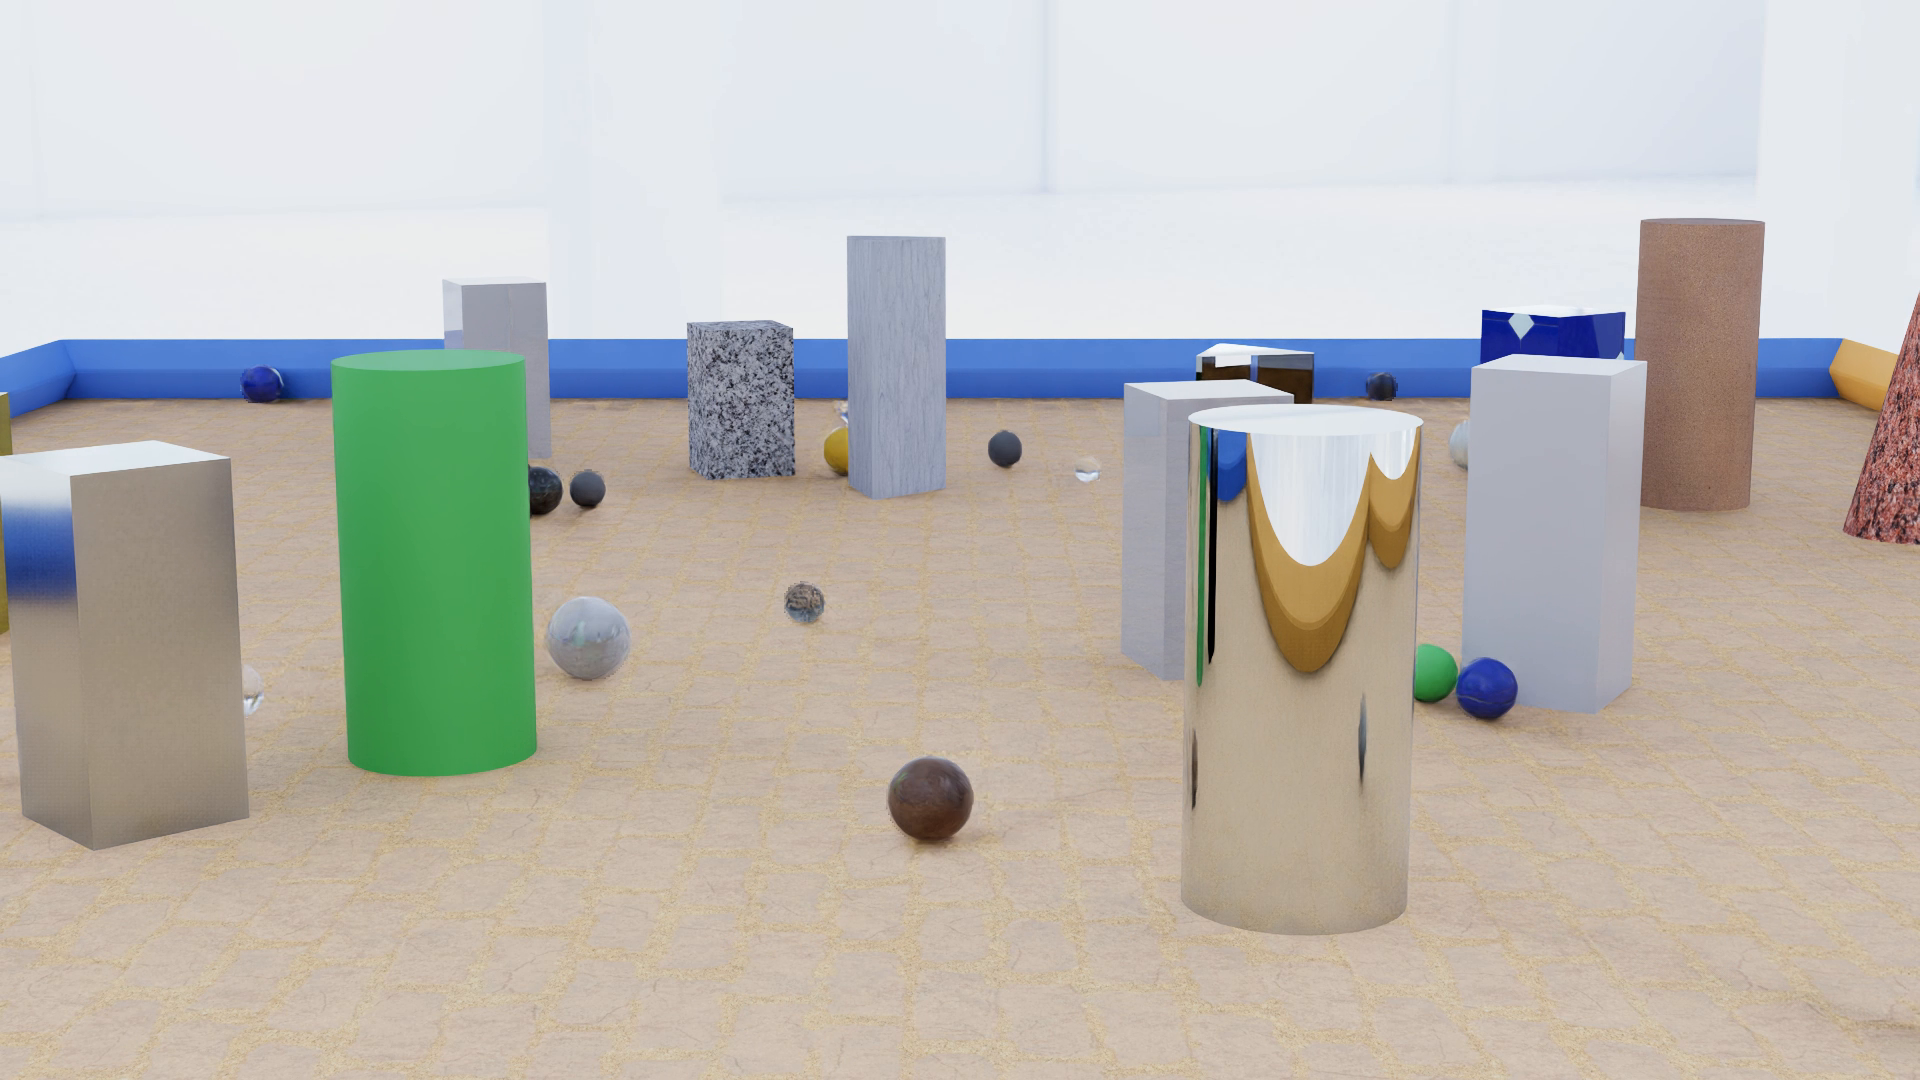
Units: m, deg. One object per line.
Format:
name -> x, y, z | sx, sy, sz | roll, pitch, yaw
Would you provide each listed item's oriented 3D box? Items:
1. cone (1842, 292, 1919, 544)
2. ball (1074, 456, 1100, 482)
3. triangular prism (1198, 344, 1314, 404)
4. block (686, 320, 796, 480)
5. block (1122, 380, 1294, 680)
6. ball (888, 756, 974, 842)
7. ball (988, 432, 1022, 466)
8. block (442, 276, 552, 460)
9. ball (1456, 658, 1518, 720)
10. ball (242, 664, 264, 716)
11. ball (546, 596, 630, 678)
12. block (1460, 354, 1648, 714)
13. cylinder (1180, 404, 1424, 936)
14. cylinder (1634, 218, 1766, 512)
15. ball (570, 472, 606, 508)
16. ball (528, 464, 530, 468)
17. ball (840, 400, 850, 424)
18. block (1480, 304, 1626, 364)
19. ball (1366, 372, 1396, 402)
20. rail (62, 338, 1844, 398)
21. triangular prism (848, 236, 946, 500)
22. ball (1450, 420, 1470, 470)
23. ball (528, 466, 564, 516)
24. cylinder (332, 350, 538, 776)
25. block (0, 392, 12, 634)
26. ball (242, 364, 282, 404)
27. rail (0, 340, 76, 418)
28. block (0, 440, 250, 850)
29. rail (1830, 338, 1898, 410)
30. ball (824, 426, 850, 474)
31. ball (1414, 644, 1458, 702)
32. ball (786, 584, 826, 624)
cone -> 1.498, -0.218, 4.009 | 0.200, 0.423, 0.200 | 0, 10, 0
ball -> 0.225, -0.126, 4.545 | 0.046, 0.046, 0.046 | 0, 10, 0
triangular prism -> 0.400, -0.114, 3.710 | 0.173, 0.326, 0.150 | -3, 11, -13
block -> -0.397, -0.256, 4.646 | 0.160, 0.266, 0.160 | -3, 11, -18
block -> 0.300, -0.016, 3.141 | 0.160, 0.340, 0.160 | -3, 11, -15
ball -> -0.028, 0.246, 2.439 | 0.081, 0.081, 0.081 | 0, 10, 0
ball -> 0.082, -0.167, 4.717 | 0.065, 0.065, 0.065 | 0, 10, 0
block -> -0.873, -0.324, 4.836 | 0.160, 0.330, 0.160 | -5, 11, -23
ball -> 0.594, 0.168, 2.893 | 0.069, 0.069, 0.069 | 0, 10, 0
ball -> -0.818, 0.171, 2.899 | 0.062, 0.062, 0.062 | 0, 10, 0
ball -> -0.447, 0.117, 3.085 | 0.100, 0.100, 0.100 | 0, 10, 0
block -> 0.691, -0.012, 2.989 | 0.160, 0.387, 0.160 | 6, 12, 28
cylinder -> 0.295, 0.107, 2.235 | 0.200, 0.428, 0.200 | 0, 10, 0
cylinder -> 1.232, -0.297, 4.300 | 0.200, 0.472, 0.200 | 0, 10, 0
ball -> -0.622, -0.084, 4.282 | 0.060, 0.060, 0.060 | 0, 10, 0
ball -> -0.779, -0.118, 4.421 | 0.075, 0.075, 0.075 | 0, 10, 0
ball -> -0.221, -0.264, 5.278 | 0.051, 0.051, 0.051 | 0, 10, 0
block -> 0.953, -0.202, 4.149 | 0.160, 0.339, 0.160 | -8, 13, -35
ball -> 0.924, -0.337, 5.638 | 0.064, 0.064, 0.064 | 0, 10, 0
rail -> -0.013, -0.377, 5.670 | 3.952, 0.130, 0.045 | 0, 10, 0
triangular prism -> -0.139, -0.304, 4.434 | 0.150, 0.436, 0.173 | 10, 14, 43
ball -> 0.936, -0.172, 4.656 | 0.096, 0.096, 0.096 | 0, 10, 0
ball -> -0.691, -0.081, 4.206 | 0.081, 0.081, 0.081 | 0, 10, 0
cylinder -> -0.556, 0.019, 2.722 | 0.200, 0.423, 0.200 | 0, 10, 0
block -> -1.323, -0.028, 3.306 | 0.160, 0.305, 0.160 | 0, 10, -1
ball -> -1.521, -0.340, 5.597 | 0.086, 0.086, 0.086 | 0, 10, 0
rail -> -1.952, 0.035, 3.438 | 0.045, 0.130, 4.565 | 0, 10, 0
block -> -0.810, 0.096, 2.489 | 0.160, 0.357, 0.160 | -10, 14, -42
rail -> 1.952, 0.031, 3.460 | 0.045, 0.130, 4.565 | 0, 10, 0
ball -> -0.202, -0.162, 4.622 | 0.089, 0.089, 0.089 | 0, 10, 0
ball -> 0.542, 0.155, 2.969 | 0.067, 0.067, 0.067 | 0, 10, 0
ball -> -0.205, 0.084, 3.393 | 0.053, 0.053, 0.053 | 0, 10, 0
